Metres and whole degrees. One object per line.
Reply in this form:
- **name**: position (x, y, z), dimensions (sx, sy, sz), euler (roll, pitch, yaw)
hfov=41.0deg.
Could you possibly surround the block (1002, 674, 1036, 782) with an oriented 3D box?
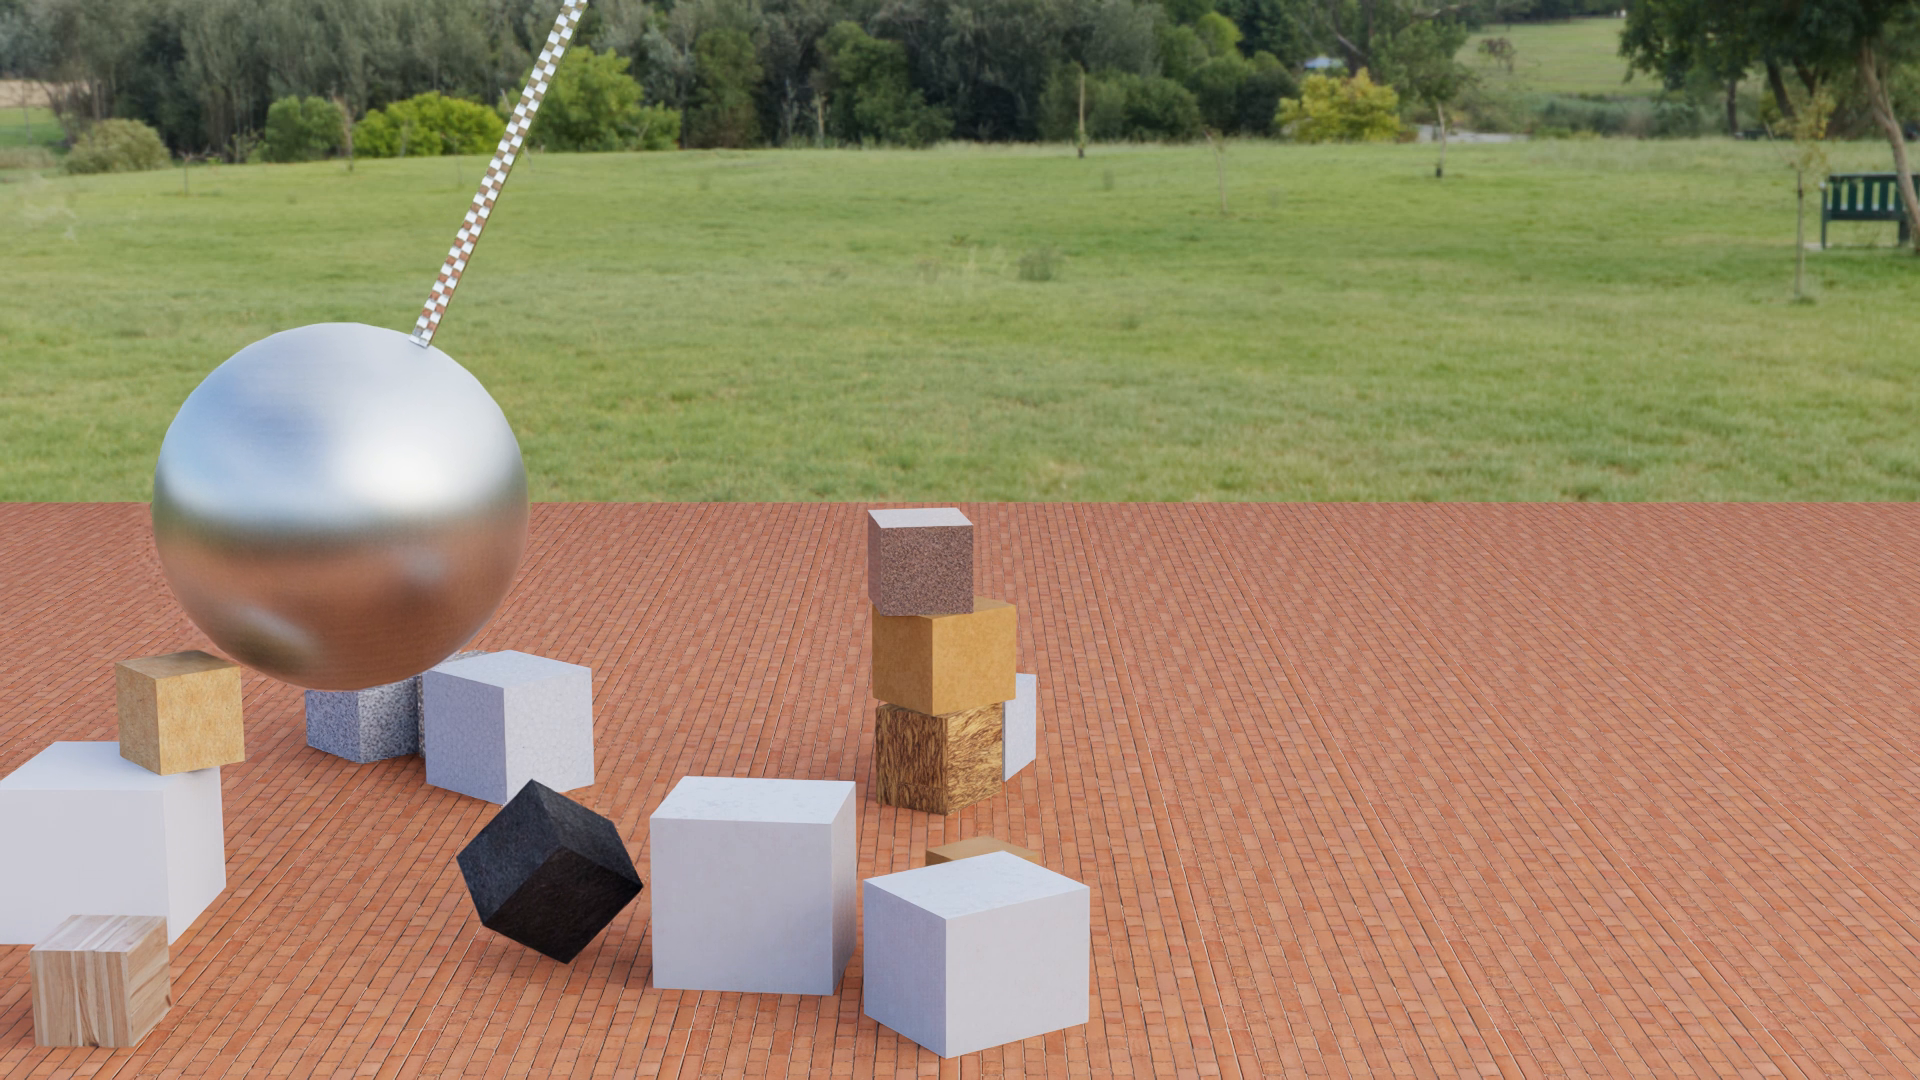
- **block**: position (0.111, 0.942, 13.146), dimensions (0.426, 0.443, 0.481), euler (4, 11, 20)

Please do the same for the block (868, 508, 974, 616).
- **block**: position (-0.196, 0.102, 12.491), dimensions (0.444, 0.430, 0.510), euler (-2, 10, -9)

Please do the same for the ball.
- **ball**: position (-2.680, -0.144, 11.154), dimensions (1.600, 1.600, 1.600), euler (0, 10, 0)

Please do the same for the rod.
- **rod**: position (-1.161, -3.137, 10.610), dimensions (0.080, 5.200, 0.080), euler (26, 9, -5)

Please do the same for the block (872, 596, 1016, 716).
- **block**: position (-0.078, 0.546, 12.567), dimensions (0.525, 0.472, 0.471), euler (-8, 13, -39)

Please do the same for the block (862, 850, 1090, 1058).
- **block**: position (0.059, 1.541, 9.617), dimensions (0.647, 0.528, 0.552), euler (-7, 12, -34)

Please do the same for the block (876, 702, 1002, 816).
- **block**: position (-0.101, 1.029, 12.568), dimensions (0.414, 0.479, 0.503), euler (6, 12, 31)

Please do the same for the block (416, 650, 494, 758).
- **block**: position (-2.525, 0.875, 13.386), dimensions (0.396, 0.489, 0.442), euler (6, 12, 30)

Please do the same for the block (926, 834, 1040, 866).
- **block**: position (0.092, 1.452, 10.674), dimensions (0.327, 0.324, 0.343), euler (-8, 13, -39)

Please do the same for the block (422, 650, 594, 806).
- **block**: position (-2.252, 0.928, 12.800), dimensions (0.637, 0.594, 0.549), euler (9, 14, 41)

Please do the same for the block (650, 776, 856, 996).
- **block**: position (-0.807, 1.359, 10.168), dimensions (0.707, 0.687, 0.597), euler (1, 10, 7)

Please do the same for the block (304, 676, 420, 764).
- **block**: position (-3.066, 0.822, 13.544), dimensions (0.569, 0.537, 0.542), euler (-10, 14, -43)

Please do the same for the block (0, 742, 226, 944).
- **block**: position (-3.568, 1.263, 10.795), dimensions (0.707, 0.654, 0.760), euler (0, 10, 1)

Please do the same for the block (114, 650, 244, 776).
- **block**: position (-3.285, 0.721, 10.800), dimensions (0.367, 0.410, 0.416), euler (-9, 13, -40)

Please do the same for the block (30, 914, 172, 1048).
- **block**: position (-3.190, 1.636, 9.541), dimensions (0.362, 0.367, 0.403), euler (1, 10, 3)

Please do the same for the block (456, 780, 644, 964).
- **block**: position (-1.631, 1.320, 10.195), dimensions (0.465, 0.455, 0.406), euler (36, 12, -42)
